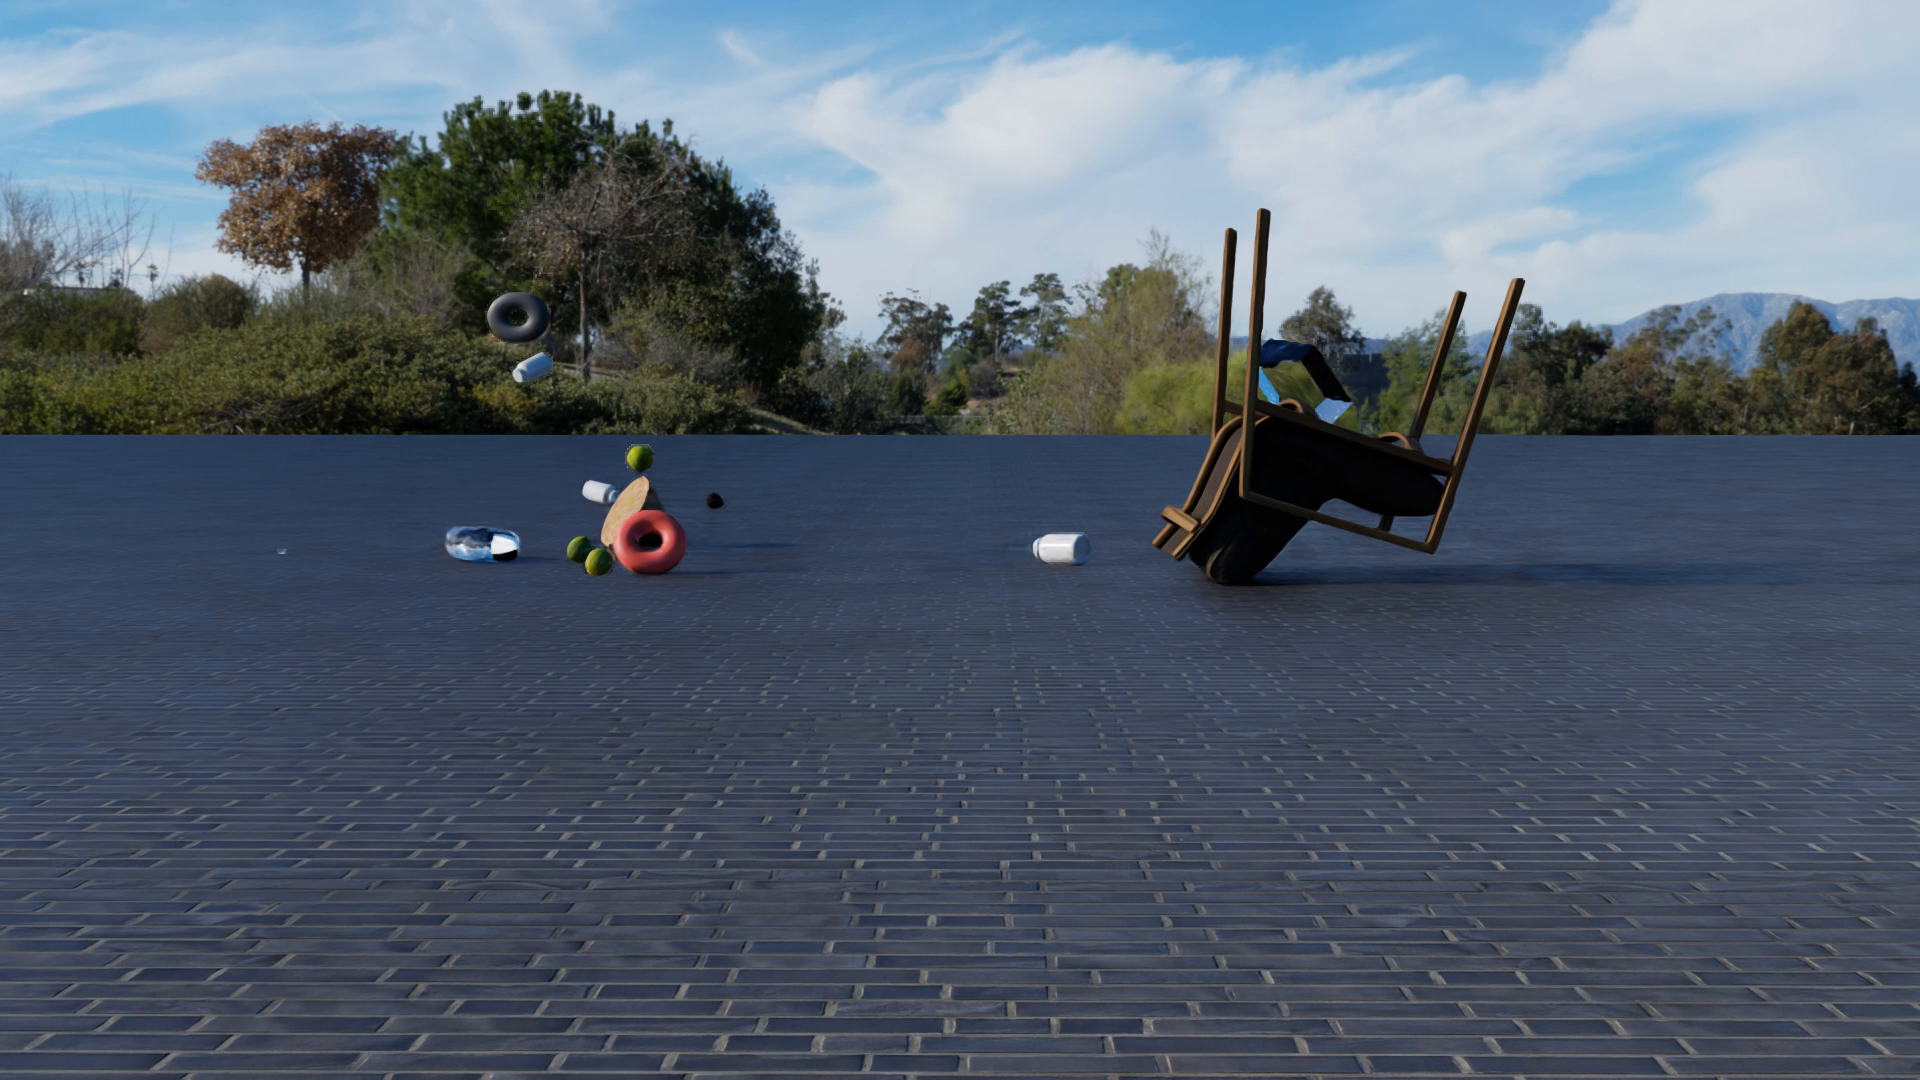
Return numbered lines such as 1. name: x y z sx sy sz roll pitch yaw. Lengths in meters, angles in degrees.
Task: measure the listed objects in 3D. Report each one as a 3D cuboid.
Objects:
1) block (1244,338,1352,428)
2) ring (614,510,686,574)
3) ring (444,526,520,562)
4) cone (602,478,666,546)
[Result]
1. block: 0.836 -0.387 5.441 0.095 0.190 0.188 -45 27 -14
2. ring: -0.757 0.006 5.376 0.178 0.175 0.050 9 -27 -1
3. ring: -1.253 0.011 5.770 0.161 0.083 0.266 1 3 -44
4. cone: -0.886 -0.037 6.378 0.205 0.211 0.246 30 -45 -27
